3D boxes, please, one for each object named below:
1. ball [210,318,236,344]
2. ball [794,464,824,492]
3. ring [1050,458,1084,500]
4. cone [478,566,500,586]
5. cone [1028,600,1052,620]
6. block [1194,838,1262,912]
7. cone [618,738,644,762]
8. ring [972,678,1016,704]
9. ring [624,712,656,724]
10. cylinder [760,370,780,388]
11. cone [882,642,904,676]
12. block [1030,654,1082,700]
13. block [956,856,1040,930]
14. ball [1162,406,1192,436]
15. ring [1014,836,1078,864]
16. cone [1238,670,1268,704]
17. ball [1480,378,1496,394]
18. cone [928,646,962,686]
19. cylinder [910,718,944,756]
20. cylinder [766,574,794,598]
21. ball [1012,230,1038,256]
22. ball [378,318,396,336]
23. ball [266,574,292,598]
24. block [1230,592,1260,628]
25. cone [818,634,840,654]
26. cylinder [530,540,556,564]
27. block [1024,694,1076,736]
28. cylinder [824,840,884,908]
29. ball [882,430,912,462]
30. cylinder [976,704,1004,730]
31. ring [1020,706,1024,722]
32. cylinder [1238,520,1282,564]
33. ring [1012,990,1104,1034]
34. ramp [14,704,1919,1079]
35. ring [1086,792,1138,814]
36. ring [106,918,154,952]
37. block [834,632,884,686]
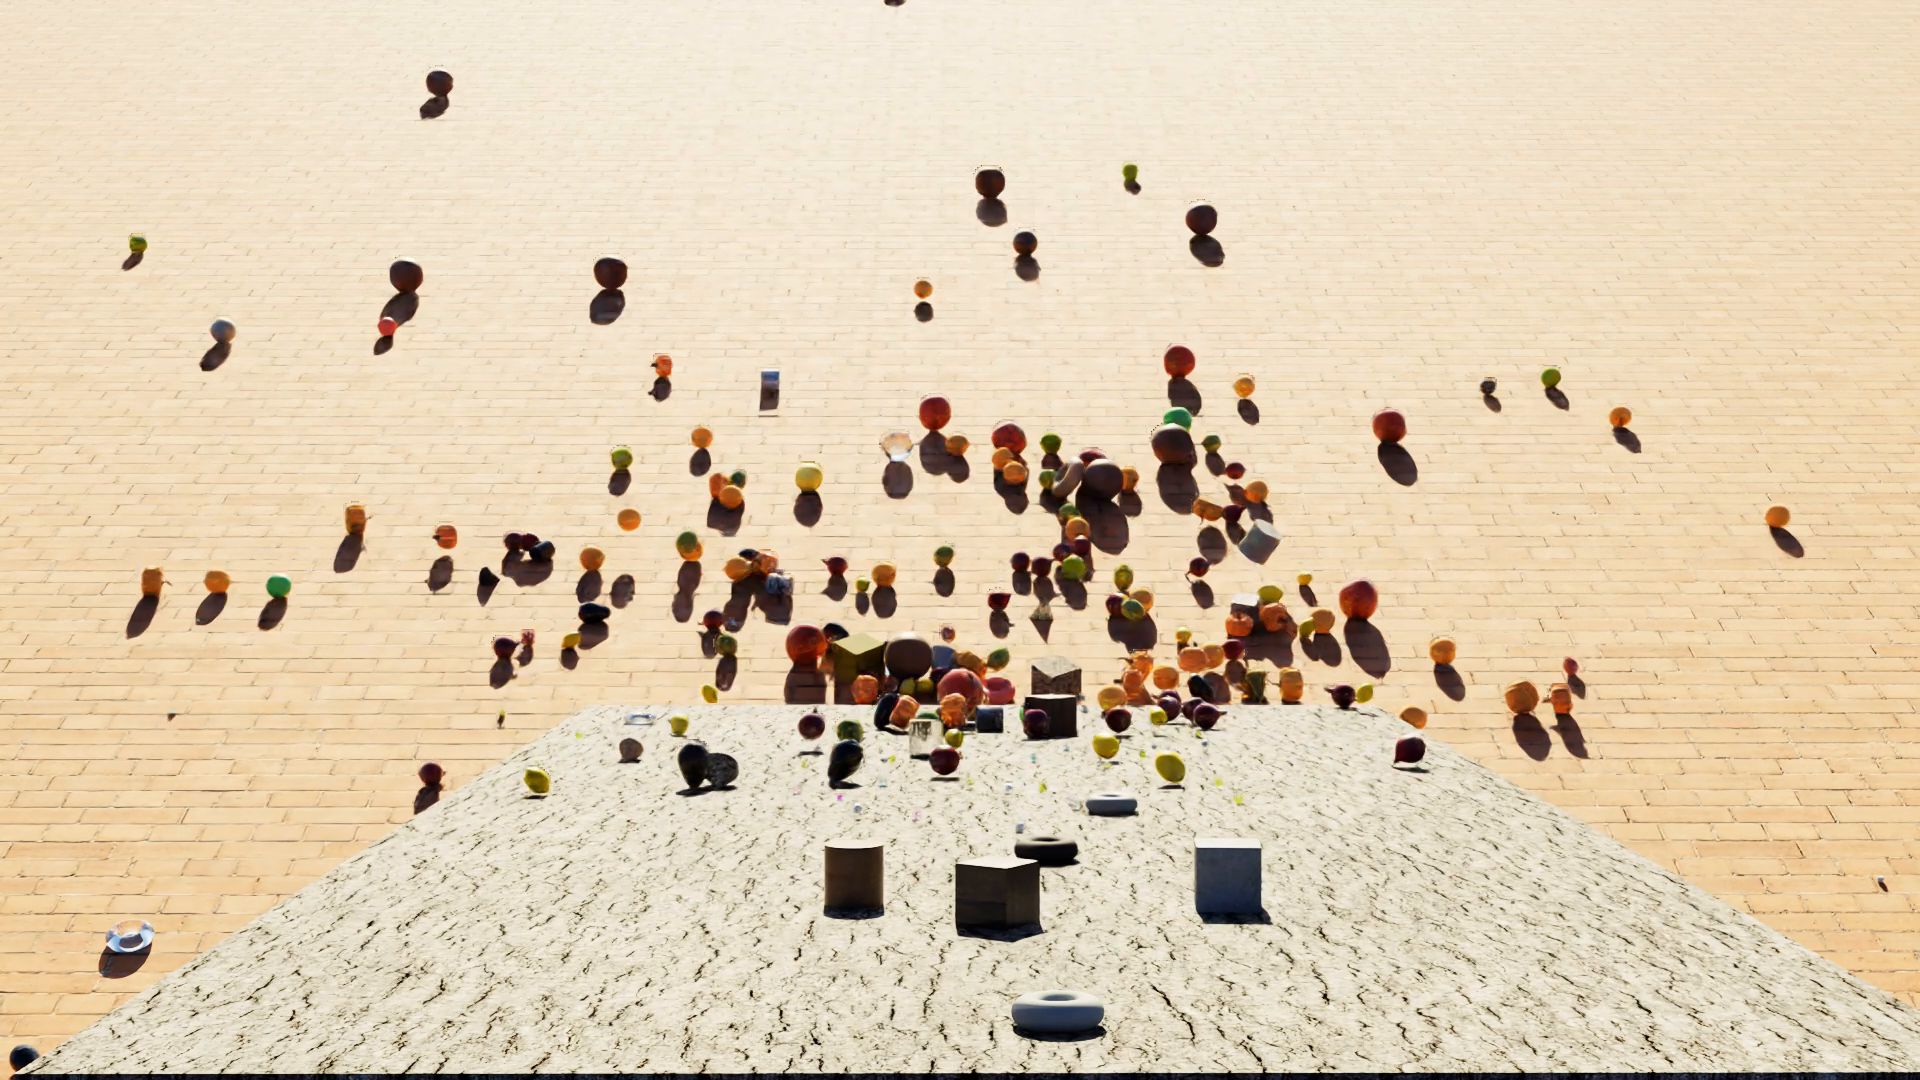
[{"bbox_3d":[-2.601,-0.739,9.102,0.091,0.091,0.091,0,25,0],"label":"ball"},{"bbox_3d":[-0.466,-0.192,7.955,0.088,0.088,0.088,0,25,0],"label":"ball"},{"bbox_3d":[0.330,-0.188,7.909,0.048,0.144,0.144,33,21,-15],"label":"ring"},{"bbox_3d":[-1.341,0.108,7.397,0.057,0.057,0.057,13,10,-46],"label":"cone"},{"bbox_3d":[0.217,0.205,7.191,0.062,0.062,0.062,-21,20,19],"label":"cone"},{"bbox_3d":[0.366,0.458,3.532,0.088,0.088,0.088,0,2,3],"label":"block"},{"bbox_3d":[-0.681,0.443,5.295,0.052,0.052,0.052,3,29,6],"label":"cone"},{"bbox_3d":[0.090,0.397,6.775,0.114,0.038,0.114,0,25,0],"label":"ring"},{"bbox_3d":[-0.754,0.420,6.080,0.076,0.025,0.076,1,0,0],"label":"ring"},{"bbox_3d":[-0.643,-0.544,8.719,0.063,0.063,0.063,-1,25,-5],"label":"cylinder"},{"bbox_3d":[-0.194,0.332,6.911,0.087,0.087,0.087,1,52,1],"label":"cone"},{"bbox_3d":[0.251,0.371,6.765,0.094,0.094,0.094,-17,30,-32],"label":"block"},{"bbox_3d":[0.050,0.466,3.408,0.081,0.081,0.081,1,2,34],"label":"block"},{"bbox_3d":[0.705,-0.384,8.350,0.096,0.096,0.096,0,25,0],"label":"ball"},{"bbox_3d":[0.132,0.475,3.955,0.100,0.033,0.100,-1,3,0],"label":"ring"},{"bbox_3d":[0.780,0.398,6.774,0.080,0.080,0.080,-6,53,-13],"label":"cone"},{"bbox_3d":[1.776,-0.517,8.675,0.055,0.055,0.055,0,25,0],"label":"ball"},{"bbox_3d":[-0.053,0.348,6.871,0.097,0.097,0.097,8,53,15],"label":"cone"},{"bbox_3d":[-0.071,0.415,5.418,0.072,0.072,0.072,0,2,0],"label":"cylinder"},{"bbox_3d":[-0.511,0.129,7.311,0.060,0.060,0.060,9,27,16],"label":"cylinder"},{"bbox_3d":[0.251,-1.147,9.947,0.100,0.100,0.100,0,25,0],"label":"ball"},{"bbox_3d":[-2.037,-0.759,9.172,0.066,0.066,0.066,0,25,0],"label":"ball"},{"bbox_3d":[-1.927,0.129,7.298,0.072,0.072,0.072,0,25,0],"label":"ball"},{"bbox_3d":[0.793,0.194,7.167,0.067,0.067,0.067,9,27,18],"label":"block"},{"bbox_3d":[-0.360,0.294,7.003,0.060,0.060,0.060,-19,17,26],"label":"cone"},{"bbox_3d":[-1.218,0.034,7.520,0.053,0.053,0.053,16,30,31],"label":"cylinder"},{"bbox_3d":[0.205,0.396,5.850,0.084,0.084,0.084,-1,2,-40],"label":"block"},{"bbox_3d":[-0.146,0.461,3.560,0.083,0.083,0.083,0,2,0],"label":"cylinder"},{"bbox_3d":[-0.199,-0.296,8.160,0.099,0.099,0.099,0,25,0],"label":"ball"},{"bbox_3d":[0.068,0.407,5.905,0.059,0.059,0.059,1,25,-2],"label":"cylinder"},{"bbox_3d":[0.207,0.409,6.099,0.136,0.045,0.136,-1,2,0],"label":"ring"},{"bbox_3d":[0.863,0.006,7.413,0.094,0.094,0.094,28,23,-13],"label":"cylinder"},{"bbox_3d":[0.105,0.507,2.773,0.100,0.033,0.100,-1,0,0],"label":"ring"},{"bbox_3d":[0.058,0.524,4.562,2.000,0.100,4.000,0,2,0],"label":"ramp"},{"bbox_3d":[0.265,0.461,4.508,0.092,0.031,0.092,0,3,0],"label":"ring"},{"bbox_3d":[-1.853,0.883,5.757,0.107,0.036,0.107,-1,25,0],"label":"ring"},{"bbox_3d":[-0.269,0.317,6.876,0.096,0.096,0.096,-20,32,-36],"label":"block"}]
